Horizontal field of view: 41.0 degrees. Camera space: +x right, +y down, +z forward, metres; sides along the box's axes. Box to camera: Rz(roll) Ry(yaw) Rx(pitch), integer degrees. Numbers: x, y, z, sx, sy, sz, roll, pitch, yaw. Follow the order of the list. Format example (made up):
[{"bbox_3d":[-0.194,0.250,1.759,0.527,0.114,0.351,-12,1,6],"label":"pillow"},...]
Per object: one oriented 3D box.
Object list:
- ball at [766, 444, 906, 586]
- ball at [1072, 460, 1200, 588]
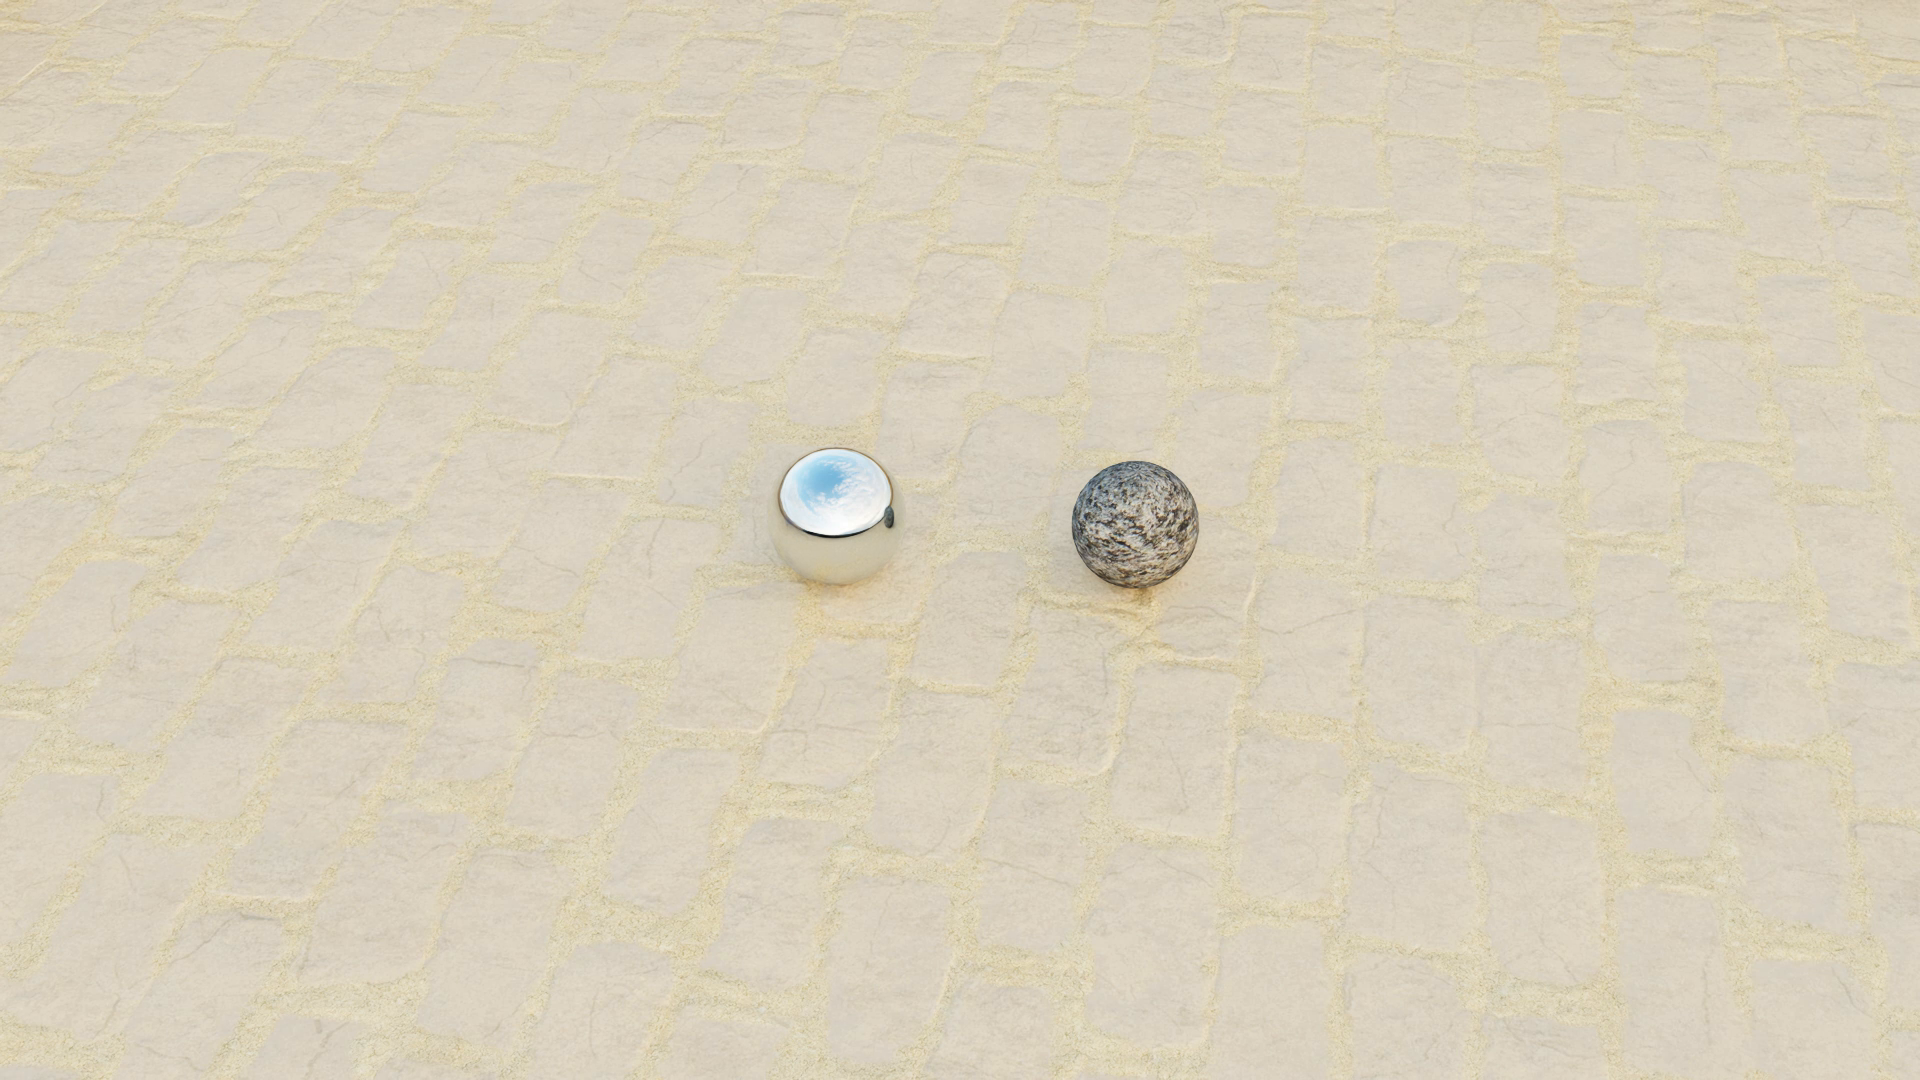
[{"bbox_3d":[-0.081,-0.016,1.674,0.092,0.092,0.092,0,36,0],"label":"ball"},{"bbox_3d":[0.114,-0.010,1.673,0.083,0.083,0.083,0,36,0],"label":"ball"}]
